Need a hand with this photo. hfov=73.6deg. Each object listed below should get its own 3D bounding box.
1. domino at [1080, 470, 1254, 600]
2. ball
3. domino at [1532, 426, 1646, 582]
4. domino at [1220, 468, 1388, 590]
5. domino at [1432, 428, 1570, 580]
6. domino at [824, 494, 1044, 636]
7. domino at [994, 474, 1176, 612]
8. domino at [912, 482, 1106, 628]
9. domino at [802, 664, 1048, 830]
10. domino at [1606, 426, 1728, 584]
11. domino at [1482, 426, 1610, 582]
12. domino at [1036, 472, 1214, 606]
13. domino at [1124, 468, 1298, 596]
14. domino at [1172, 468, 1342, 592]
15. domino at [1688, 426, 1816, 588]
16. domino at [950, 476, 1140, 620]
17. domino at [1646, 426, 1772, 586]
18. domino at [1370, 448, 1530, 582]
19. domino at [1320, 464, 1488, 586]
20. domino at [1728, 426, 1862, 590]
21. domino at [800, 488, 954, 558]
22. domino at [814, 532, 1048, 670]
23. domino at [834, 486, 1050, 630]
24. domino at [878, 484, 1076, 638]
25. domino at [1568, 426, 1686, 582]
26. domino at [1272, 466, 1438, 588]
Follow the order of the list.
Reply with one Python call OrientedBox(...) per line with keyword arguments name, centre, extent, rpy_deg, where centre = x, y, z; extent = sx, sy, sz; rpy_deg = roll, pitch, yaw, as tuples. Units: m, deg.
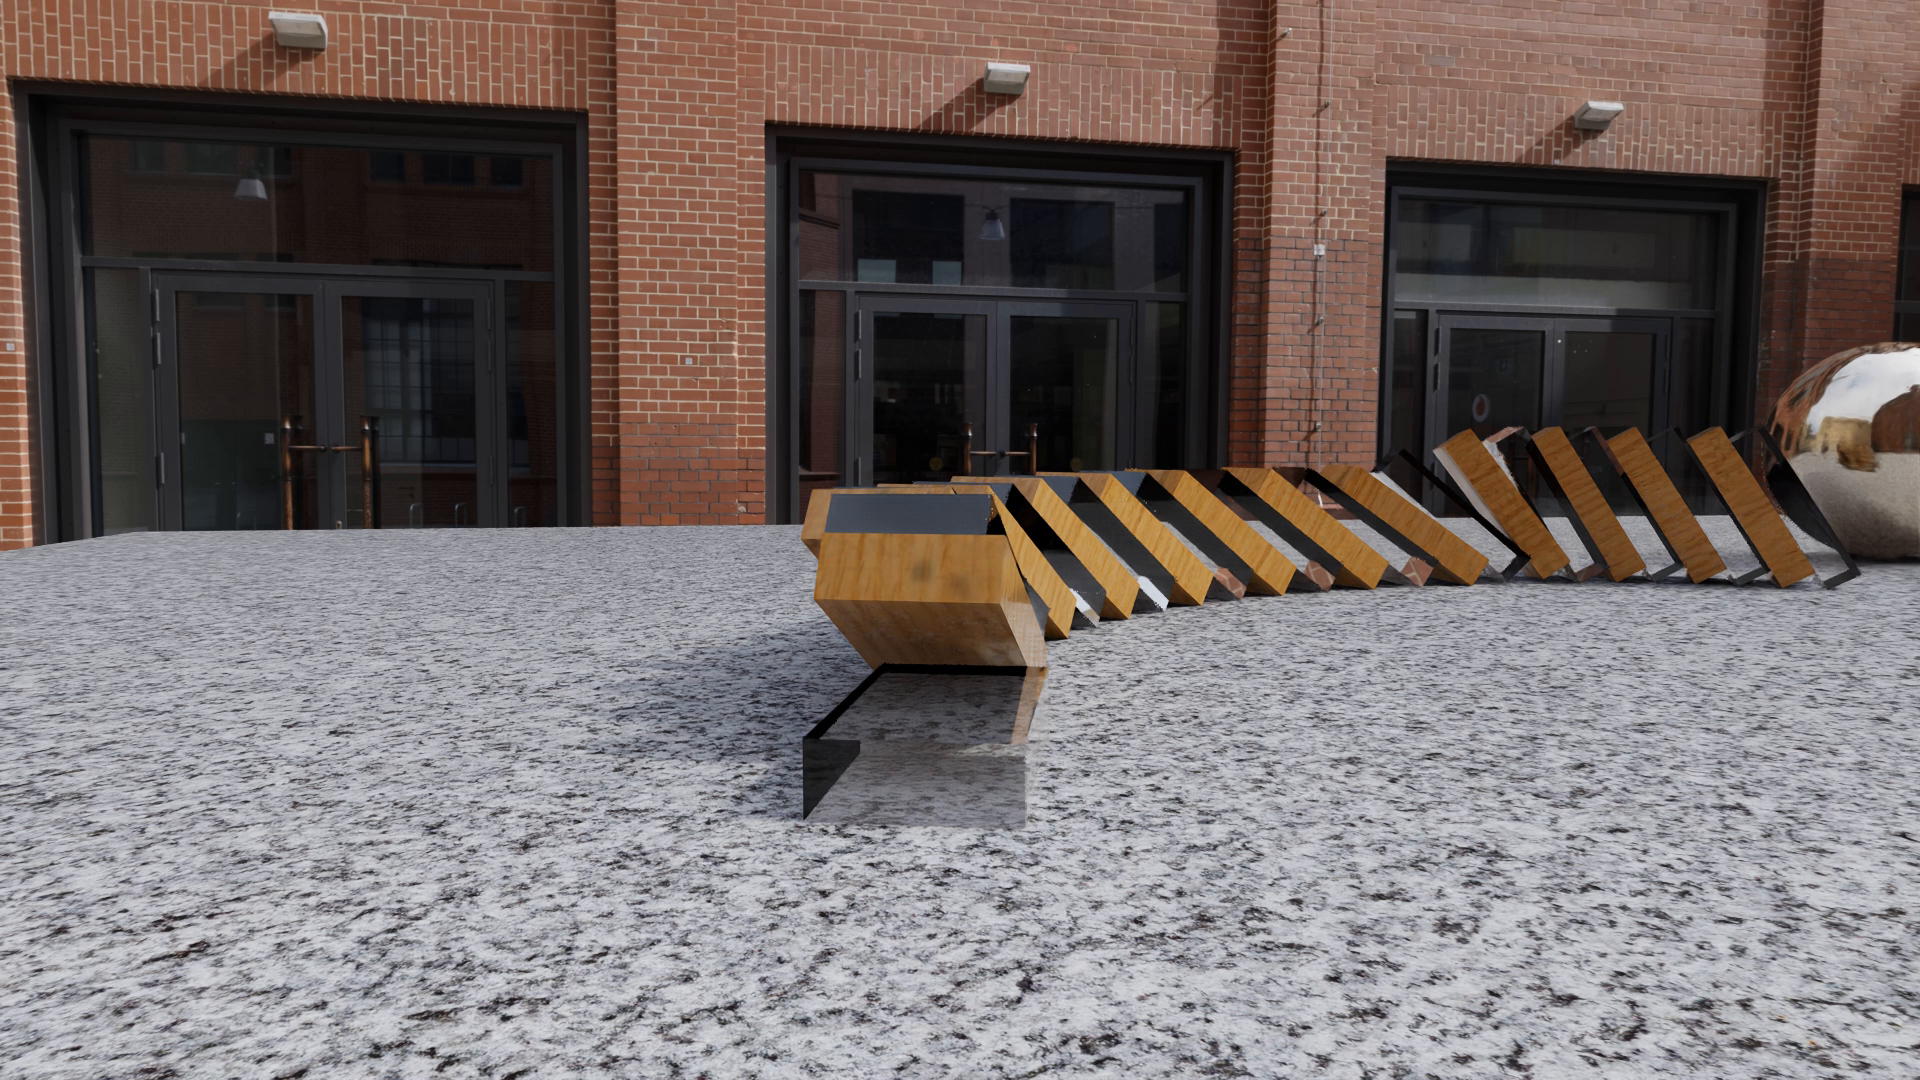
OrientedBox(name="domino", centre=(0.054, -0.001, 0.347), extent=(0.050, 0.009, 0.025), rpy_deg=(37, -18, -33))
OrientedBox(name="ball", centre=(0.344, -0.033, 0.476), extent=(0.080, 0.080, 0.080), rpy_deg=(0, 4, 0))
OrientedBox(name="domino", centre=(0.196, -0.012, 0.406), extent=(0.009, 0.050, 0.025), rpy_deg=(-31, -5, 15))
OrientedBox(name="domino", centre=(0.099, -0.004, 0.378), extent=(0.050, 0.010, 0.025), rpy_deg=(34, -9, -20))
OrientedBox(name="domino", centre=(0.170, -0.011, 0.404), extent=(0.009, 0.050, 0.025), rpy_deg=(-36, -6, 11))
OrientedBox(name="domino", centre=(-0.003, 0.009, 0.212), extent=(0.025, 0.010, 0.050), rpy_deg=(1, -28, 14))
OrientedBox(name="domino", centre=(0.030, 0.001, 0.318), extent=(0.025, 0.009, 0.050), rpy_deg=(4, -27, 42))
OrientedBox(name="domino", centre=(0.011, 0.004, 0.287), extent=(0.025, 0.009, 0.050), rpy_deg=(3, -27, 34))
OrientedBox(name="domino", centre=(-0.002, 0.025, 0.168), extent=(0.025, 0.009, 0.050), rpy_deg=(1, 4, 7))
OrientedBox(name="domino", centre=(0.220, -0.012, 0.403), extent=(0.009, 0.050, 0.025), rpy_deg=(-32, -9, 23))
OrientedBox(name="domino", centre=(0.184, -0.012, 0.405), extent=(0.010, 0.050, 0.025), rpy_deg=(-31, -2, 12))
OrientedBox(name="domino", centre=(0.042, 0.000, 0.333), extent=(0.025, 0.010, 0.050), rpy_deg=(5, -27, 48))
OrientedBox(name="domino", centre=(0.068, -0.002, 0.359), extent=(0.050, 0.009, 0.025), rpy_deg=(36, -15, -28))
OrientedBox(name="domino", centre=(0.084, -0.003, 0.369), extent=(0.050, 0.010, 0.025), rpy_deg=(35, -11, -24))
OrientedBox(name="domino", centre=(0.240, -0.011, 0.392), extent=(0.010, 0.050, 0.025), rpy_deg=(-32, -9, 23))
OrientedBox(name="domino", centre=(0.020, 0.002, 0.303), extent=(0.025, 0.010, 0.050), rpy_deg=(3, -27, 39))
OrientedBox(name="domino", centre=(0.230, -0.011, 0.397), extent=(0.009, 0.050, 0.025), rpy_deg=(-32, -9, 23))
OrientedBox(name="domino", centre=(0.153, -0.008, 0.401), extent=(0.050, 0.010, 0.025), rpy_deg=(42, 8, 6))
OrientedBox(name="domino", centre=(0.134, -0.005, 0.393), extent=(0.050, 0.009, 0.025), rpy_deg=(34, 0, -7))
OrientedBox(name="domino", centre=(0.250, -0.010, 0.386), extent=(0.009, 0.050, 0.025), rpy_deg=(-32, -9, 23))
OrientedBox(name="domino", centre=(-0.007, 0.007, 0.231), extent=(0.025, 0.010, 0.050), rpy_deg=(0, -28, 20))
OrientedBox(name="domino", centre=(-0.002, 0.013, 0.192), extent=(0.025, 0.010, 0.050), rpy_deg=(1, -22, 11))
OrientedBox(name="domino", centre=(-0.004, 0.006, 0.252), extent=(0.025, 0.010, 0.050), rpy_deg=(2, -27, 28))
OrientedBox(name="domino", centre=(0.004, 0.005, 0.269), extent=(0.025, 0.010, 0.050), rpy_deg=(2, -27, 29))
OrientedBox(name="domino", centre=(0.208, -0.012, 0.406), extent=(0.010, 0.050, 0.025), rpy_deg=(-31, -7, 19))
OrientedBox(name="domino", centre=(0.117, -0.004, 0.388), extent=(0.050, 0.009, 0.025), rpy_deg=(34, -3, -12))
